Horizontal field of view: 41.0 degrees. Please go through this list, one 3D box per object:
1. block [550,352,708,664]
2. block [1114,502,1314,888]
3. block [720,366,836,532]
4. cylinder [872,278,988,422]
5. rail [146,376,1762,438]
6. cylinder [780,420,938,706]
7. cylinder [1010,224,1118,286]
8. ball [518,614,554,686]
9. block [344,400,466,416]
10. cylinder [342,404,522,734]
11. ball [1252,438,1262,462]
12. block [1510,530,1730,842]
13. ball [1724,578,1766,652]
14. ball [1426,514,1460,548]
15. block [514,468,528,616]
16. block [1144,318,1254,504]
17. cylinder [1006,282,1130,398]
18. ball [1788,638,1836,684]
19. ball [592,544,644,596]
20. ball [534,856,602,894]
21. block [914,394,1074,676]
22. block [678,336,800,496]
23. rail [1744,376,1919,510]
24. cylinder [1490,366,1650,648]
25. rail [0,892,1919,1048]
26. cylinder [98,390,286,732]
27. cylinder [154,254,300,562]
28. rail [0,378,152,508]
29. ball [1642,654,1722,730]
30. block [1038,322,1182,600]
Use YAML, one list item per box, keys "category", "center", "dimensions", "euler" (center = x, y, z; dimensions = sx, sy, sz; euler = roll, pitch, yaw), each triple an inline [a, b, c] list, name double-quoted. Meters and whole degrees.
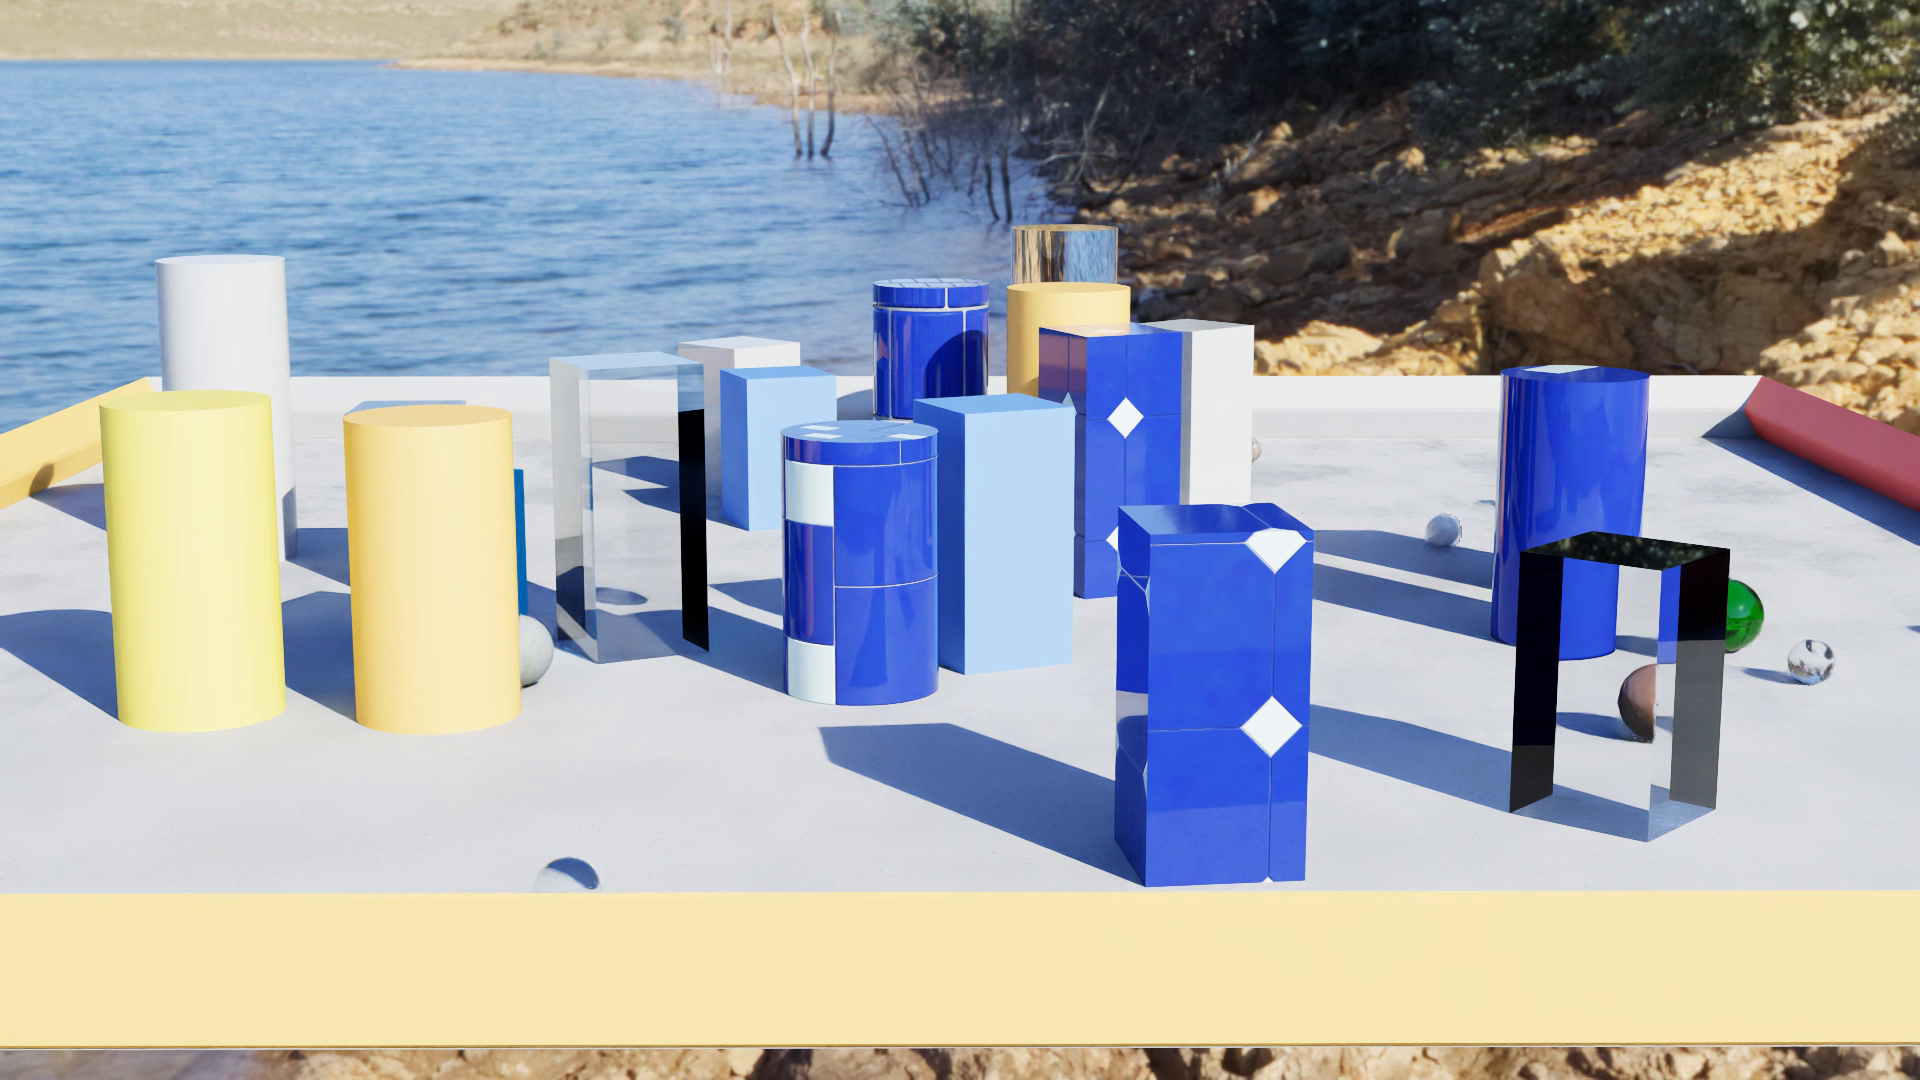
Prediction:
- category: "block"
  center: [-0.412, -0.044, 3.193]
  dimensions: [0.146, 0.361, 0.146]
  euler: [-6, 12, -27]
- category: "block"
  center: [0.228, 0.137, 2.338]
  dimensions: [0.146, 0.320, 0.146]
  euler: [-1, 11, -7]
- category: "block"
  center: [-0.289, -0.148, 4.083]
  dimensions: [0.146, 0.239, 0.146]
  euler: [-4, 11, -21]
- category: "cylinder"
  center: [-0.046, -0.216, 4.062]
  dimensions: [0.183, 0.380, 0.183]
  euler: [0, 11, 0]
- category: "rail"
  center: [-0.009, -0.255, 4.972]
  dimensions: [3.142, 0.119, 0.045]
  euler: [0, 11, 0]
- category: "cylinder"
  center: [-0.116, 0.024, 2.989]
  dimensions: [0.183, 0.304, 0.183]
  euler: [0, 11, 0]
- category: "cylinder"
  center: [0.178, -0.314, 4.412]
  dimensions: [0.183, 0.444, 0.183]
  euler: [0, 11, 0]
- category: "ball"
  center: [-0.520, 0.130, 3.014]
  dimensions: [0.085, 0.085, 0.085]
  euler: [0, 11, 0]
- category: "block"
  center: [-0.780, -0.067, 3.639]
  dimensions: [0.146, 0.244, 0.146]
  euler: [0, 11, -3]
- category: "cylinder"
  center: [-0.587, 0.029, 2.863]
  dimensions: [0.183, 0.339, 0.183]
  euler: [0, 11, 0]
- category: "ball"
  center: [0.530, -0.166, 4.701]
  dimensions: [0.046, 0.046, 0.046]
  euler: [0, 11, 0]
- category: "block"
  center: [0.641, 0.138, 2.494]
  dimensions: [0.146, 0.261, 0.146]
  euler: [9, 14, 40]
- category: "ball"
  center: [0.954, 0.094, 3.193]
  dimensions: [0.091, 0.091, 0.091]
  euler: [0, 11, 0]
- category: "ball"
  center: [0.728, -0.013, 3.873]
  dimensions: [0.050, 0.050, 0.050]
  euler: [0, 11, 0]
- category: "block"
  center: [-0.637, 0.031, 3.163]
  dimensions: [0.146, 0.226, 0.146]
  euler: [4, 11, 22]
- category: "block"
  center: [0.373, -0.200, 4.184]
  dimensions: [0.146, 0.303, 0.146]
  euler: [-10, 14, -41]
- category: "cylinder"
  center: [0.160, -0.180, 3.830]
  dimensions: [0.183, 0.394, 0.183]
  euler: [0, 11, 0]
- category: "ball"
  center: [1.005, 0.144, 3.029]
  dimensions: [0.054, 0.054, 0.054]
  euler: [0, 11, 0]
- category: "ball"
  center: [-0.470, 0.041, 3.524]
  dimensions: [0.072, 0.072, 0.072]
  euler: [0, 11, 0]
- category: "ball"
  center: [-0.335, 0.299, 2.188]
  dimensions: [0.058, 0.058, 0.058]
  euler: [0, 11, 0]
- category: "block"
  center: [0.040, -0.011, 3.141]
  dimensions: [0.146, 0.315, 0.146]
  euler: [-5, 12, -25]
- category: "block"
  center: [-0.376, -0.212, 4.387]
  dimensions: [0.146, 0.252, 0.146]
  euler: [10, 15, 43]
- category: "rail"
  center: [1.547, 0.029, 3.459]
  dimensions: [0.045, 0.119, 3.144]
  euler: [0, 11, 0]
- category: "cylinder"
  center: [0.770, -0.042, 3.244]
  dimensions: [0.183, 0.339, 0.183]
  euler: [0, 11, 0]
- category: "rail"
  center: [0.009, 0.316, 1.928]
  dimensions: [3.142, 0.119, 0.045]
  euler: [0, 11, 0]
- category: "cylinder"
  center: [-0.857, 0.020, 2.871]
  dimensions: [0.183, 0.355, 0.183]
  euler: [0, 11, 0]
- category: "cylinder"
  center: [-1.078, -0.193, 3.777]
  dimensions: [0.183, 0.439, 0.183]
  euler: [0, 11, 0]
- category: "rail"
  center: [-1.547, 0.032, 3.441]
  dimensions: [0.045, 0.119, 3.144]
  euler: [0, 11, 0]
- category: "ball"
  center: [0.794, 0.167, 2.819]
  dimensions: [0.084, 0.084, 0.084]
  euler: [0, 11, 0]
- category: "block"
  center: [0.206, -0.113, 3.568]
  dimensions: [0.146, 0.360, 0.146]
  euler: [-5, 12, -24]
